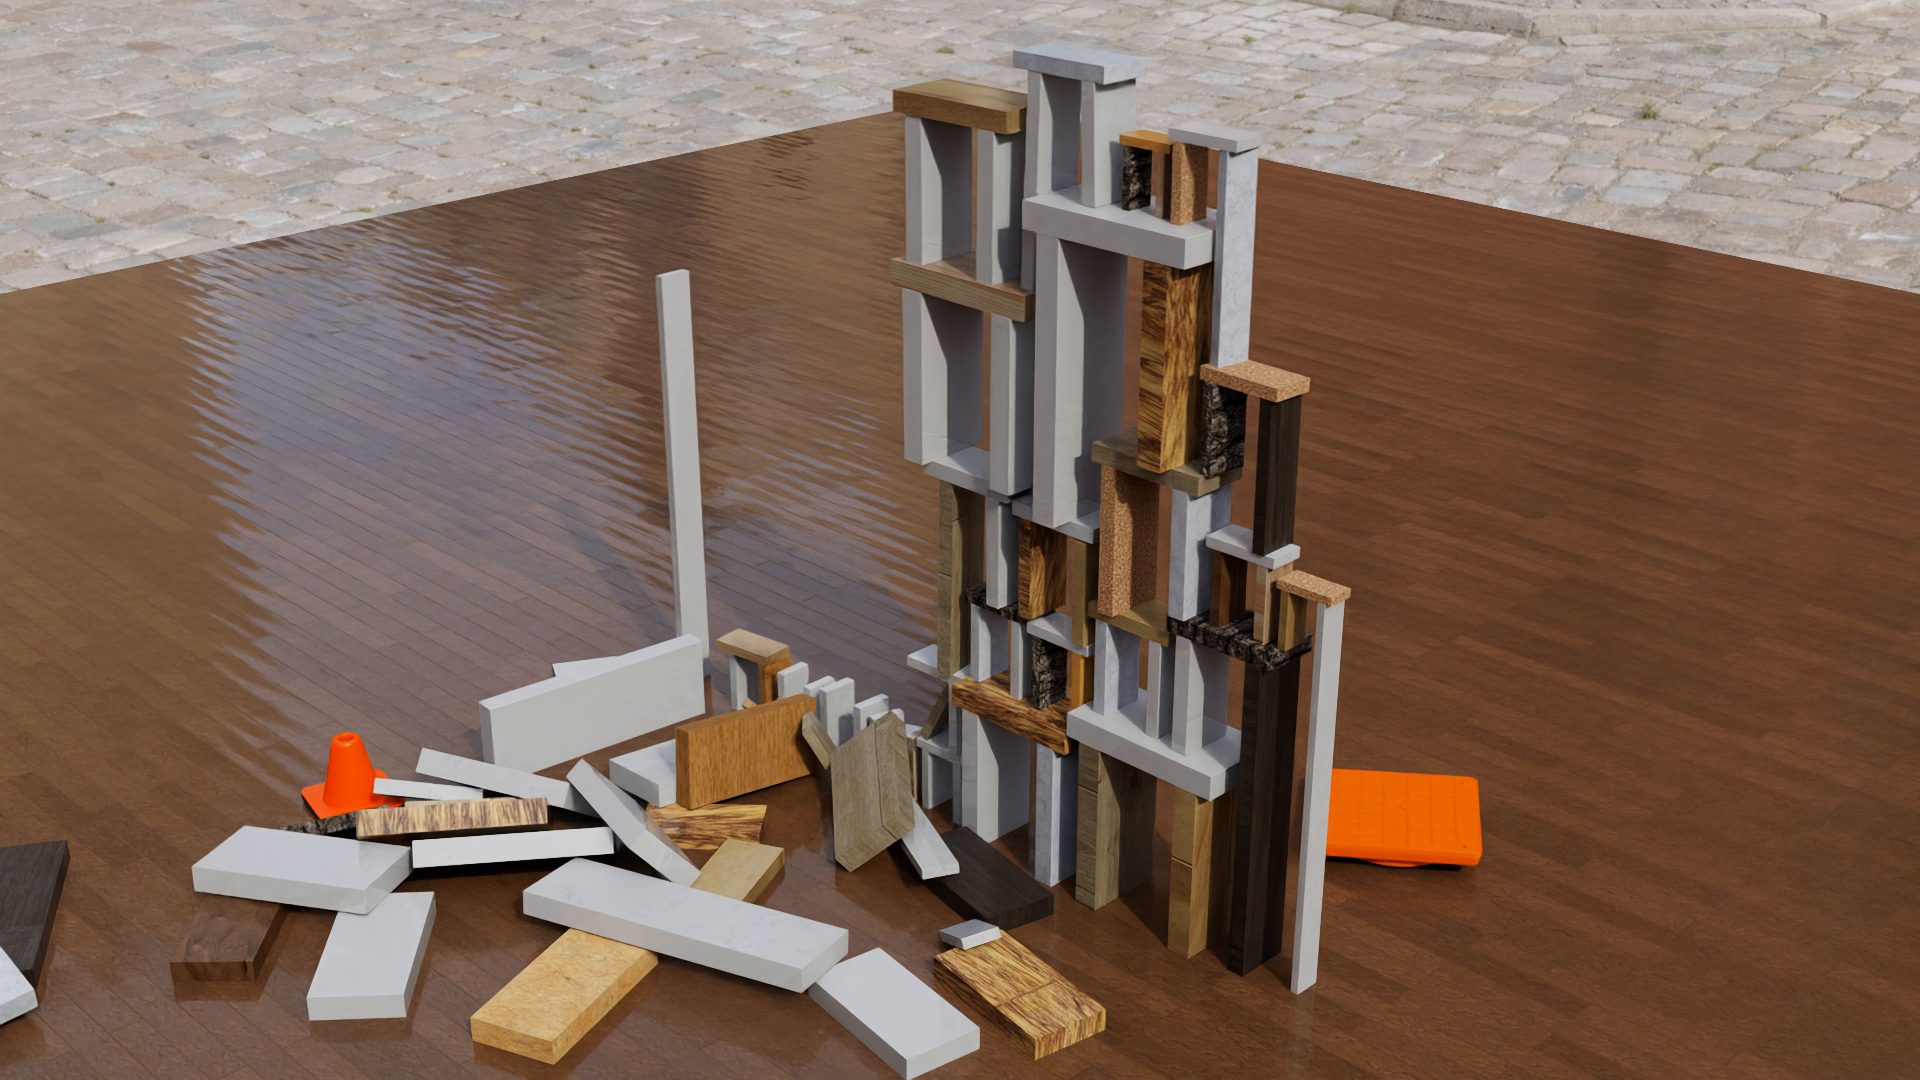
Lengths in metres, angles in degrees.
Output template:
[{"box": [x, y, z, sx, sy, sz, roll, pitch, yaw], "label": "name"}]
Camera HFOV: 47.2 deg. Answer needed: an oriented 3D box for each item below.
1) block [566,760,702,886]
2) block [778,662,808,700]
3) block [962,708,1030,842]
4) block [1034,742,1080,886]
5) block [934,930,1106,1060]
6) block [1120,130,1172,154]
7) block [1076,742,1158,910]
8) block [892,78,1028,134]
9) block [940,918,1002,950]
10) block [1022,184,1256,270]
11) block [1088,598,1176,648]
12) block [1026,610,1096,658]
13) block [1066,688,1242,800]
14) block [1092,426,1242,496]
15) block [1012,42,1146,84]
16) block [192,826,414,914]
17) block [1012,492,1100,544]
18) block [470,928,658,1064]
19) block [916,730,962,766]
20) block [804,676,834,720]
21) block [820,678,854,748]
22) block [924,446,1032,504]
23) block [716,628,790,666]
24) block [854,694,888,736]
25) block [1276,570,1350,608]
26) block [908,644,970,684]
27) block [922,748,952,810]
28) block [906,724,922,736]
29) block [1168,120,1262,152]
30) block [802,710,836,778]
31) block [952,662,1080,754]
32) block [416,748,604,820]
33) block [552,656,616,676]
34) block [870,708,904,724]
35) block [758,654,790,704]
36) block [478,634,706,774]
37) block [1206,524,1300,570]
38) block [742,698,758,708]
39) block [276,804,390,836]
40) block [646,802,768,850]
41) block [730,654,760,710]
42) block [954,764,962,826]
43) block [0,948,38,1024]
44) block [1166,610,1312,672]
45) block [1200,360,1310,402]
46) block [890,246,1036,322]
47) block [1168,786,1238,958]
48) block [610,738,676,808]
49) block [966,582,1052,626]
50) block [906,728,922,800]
[{"box": [-0.627, 0.543, 4.206, 0.046, 0.162, 0.324, -49, 36, -6], "label": "block"}, {"box": [-0.361, 0.342, 4.771, 0.020, 0.143, 0.072, 21, 31, 38], "label": "block"}, {"box": [0.071, 0.446, 4.331, 0.148, 0.296, 0.042, -21, 31, -41], "label": "block"}, {"box": [0.211, 0.500, 4.203, 0.148, 0.296, 0.042, -21, 31, -40], "label": "block"}, {"box": [0.101, 0.791, 3.843, 0.150, 0.043, 0.301, -15, 27, -32], "label": "block"}, {"box": [0.320, -0.653, 3.605, 0.054, 0.015, 0.109, -21, 31, -40], "label": "block"}, {"box": [0.295, 0.509, 4.127, 0.048, 0.339, 0.170, 21, 31, 41], "label": "block"}, {"box": [0.026, -0.763, 3.861, 0.272, 0.039, 0.136, 20, 30, 39], "label": "block"}, {"box": [0.018, 0.711, 3.971, 0.072, 0.020, 0.143, -15, 1, -17], "label": "block"}, {"box": [0.295, -0.529, 3.675, 0.179, 0.051, 0.358, -21, 31, -41], "label": "block"}, {"box": [0.331, 0.137, 3.930, 0.094, 0.027, 0.188, -21, 31, -41], "label": "block"}, {"box": [0.204, 0.173, 4.076, 0.150, 0.021, 0.075, 21, 31, 40], "label": "block"}, {"box": [0.375, 0.362, 3.978, 0.170, 0.048, 0.339, -21, 31, -40], "label": "block"}, {"box": [0.354, -0.137, 3.777, 0.238, 0.034, 0.119, 21, 31, 40], "label": "block"}, {"box": [0.199, -0.797, 3.671, 0.104, 0.029, 0.208, -21, 31, -40], "label": "block"}, {"box": [-1.232, 0.618, 4.129, 0.356, 0.050, 0.178, 5, 19, 14], "label": "block"}, {"box": [0.201, -0.046, 3.991, 0.099, 0.028, 0.199, -21, 31, -40], "label": "block"}, {"box": [-0.688, 0.786, 3.847, 0.165, 0.047, 0.330, 10, 25, 22], "label": "block"}, {"box": [-0.015, 0.416, 4.411, 0.135, 0.019, 0.067, 21, 31, 40], "label": "block"}, {"box": [-0.300, 0.369, 4.708, 0.020, 0.143, 0.072, 21, 31, 40], "label": "block"}, {"box": [-0.260, 0.378, 4.669, 0.022, 0.158, 0.079, 21, 31, 40], "label": "block"}, {"box": [0.047, -0.126, 4.121, 0.220, 0.031, 0.110, 21, 31, 40], "label": "block"}, {"box": [-0.453, 0.234, 4.805, 0.148, 0.021, 0.074, 16, 28, 34], "label": "block"}, {"box": [-0.185, 0.407, 4.600, 0.079, 0.158, 0.022, -20, 30, -39], "label": "block"}, {"box": [0.582, 0.079, 3.620, 0.109, 0.015, 0.054, 21, 31, 40], "label": "block"}, {"box": [-0.025, 0.249, 4.349, 0.149, 0.021, 0.075, 20, 30, 39], "label": "block"}, {"box": [-0.046, 0.474, 4.472, 0.067, 0.135, 0.019, -21, 31, -40], "label": "block"}, {"box": [-0.066, 0.432, 4.717, 0.142, 0.020, 0.071, 10, 25, 22], "label": "block"}, {"box": [0.407, -0.644, 3.509, 0.136, 0.019, 0.068, 20, 30, 39], "label": "block"}, {"box": [-0.277, 0.435, 4.540, 0.022, 0.158, 0.079, -26, 24, 9], "label": "block"}, {"box": [0.141, 0.317, 4.201, 0.148, 0.042, 0.296, -21, 31, -40], "label": "block"}, {"box": [-0.896, 0.491, 4.421, 0.350, 0.050, 0.175, 10, -11, 22], "label": "block"}, {"box": [-0.854, 0.299, 5.029, 0.146, 0.021, 0.073, -7, 24, -16], "label": "block"}, {"box": [-0.152, 0.425, 4.577, 0.071, 0.142, 0.020, -12, 26, -26], "label": "block"}, {"box": [-0.403, 0.326, 4.804, 0.074, 0.148, 0.021, -21, 31, -41], "label": "block"}, {"box": [-0.778, 0.357, 4.695, 0.513, 0.175, 0.050, -18, 29, -36], "label": "block"}, {"box": [0.491, 0.011, 3.690, 0.142, 0.020, 0.071, 21, 31, 40], "label": "block"}, {"box": [-0.411, 0.398, 4.729, 0.020, 0.072, 0.143, -40, 39, -20], "label": "block"}, {"box": [-1.235, 0.561, 4.329, 0.214, 0.030, 0.107, -11, -5, -21], "label": "block"}, {"box": [-0.510, 0.569, 4.375, 0.239, 0.034, 0.120, 1, 23, 2], "label": "block"}, {"box": [-0.473, 0.299, 4.868, 0.074, 0.148, 0.021, -21, 31, -41], "label": "block"}, {"box": [0.017, 0.499, 4.413, 0.019, 0.135, 0.067, 21, 31, 41], "label": "block"}, {"box": [-1.748, 0.808, 3.745, 0.292, 0.041, 0.146, -25, 42, -36], "label": "block"}, {"box": [0.478, 0.158, 3.774, 0.113, 0.032, 0.227, -21, 31, -40], "label": "block"}, {"box": [0.480, -0.264, 3.586, 0.081, 0.023, 0.163, -20, 30, -39], "label": "block"}, {"box": [0.051, -0.469, 3.974, 0.334, 0.047, 0.167, 21, 31, 40], "label": "block"}, {"box": [0.455, 0.571, 3.980, 0.048, 0.339, 0.170, 21, 31, 41], "label": "block"}, {"box": [-0.531, 0.458, 4.570, 0.350, 0.050, 0.175, -15, 23, -40], "label": "block"}, {"box": [0.095, 0.117, 4.180, 0.080, 0.023, 0.160, -21, 31, -40], "label": "block"}, {"box": [-0.078, 0.456, 4.504, 0.020, 0.142, 0.071, 19, 29, 40], "label": "block"}]
